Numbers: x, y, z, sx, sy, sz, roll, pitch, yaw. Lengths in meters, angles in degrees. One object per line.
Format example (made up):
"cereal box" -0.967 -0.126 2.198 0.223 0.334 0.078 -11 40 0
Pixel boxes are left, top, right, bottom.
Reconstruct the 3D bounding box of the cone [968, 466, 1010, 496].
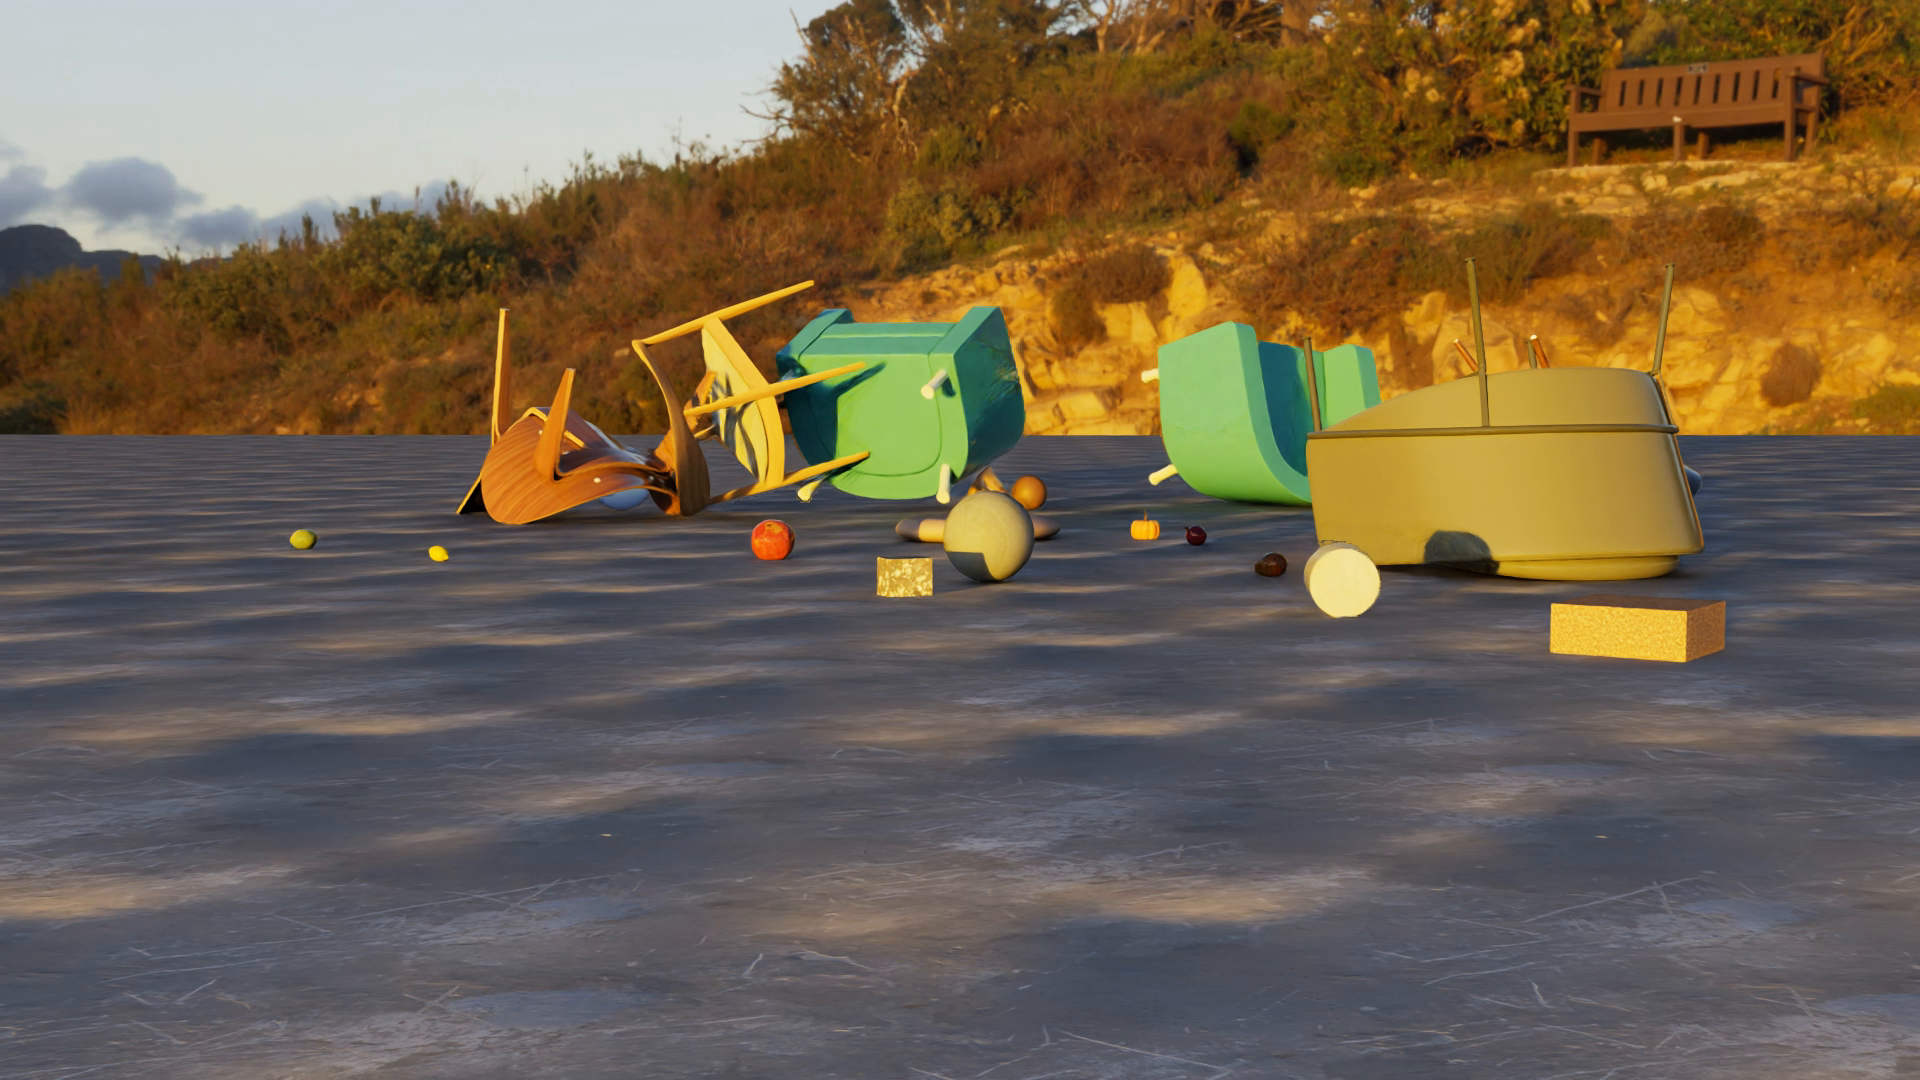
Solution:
"cone" 0.145 -0.151 8.116 0.184 0.186 0.192 30 22 14

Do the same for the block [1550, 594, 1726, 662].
"block" 1.163 0.148 3.770 0.229 0.084 0.220 3 5 35

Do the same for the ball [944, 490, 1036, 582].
"ball" 0.067 -0.008 5.103 0.213 0.213 0.213 0 4 0

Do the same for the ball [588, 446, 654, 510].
"ball" -1.250 -0.228 8.122 0.239 0.239 0.239 0 4 0

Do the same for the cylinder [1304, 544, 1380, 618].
"cylinder" 0.763 0.079 4.403 0.136 0.136 0.166 6 4 5

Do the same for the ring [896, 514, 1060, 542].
"ring" 0.055 -0.037 6.579 0.514 0.071 0.441 -3 5 -31

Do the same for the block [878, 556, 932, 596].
"block" -0.121 0.079 4.804 0.100 0.081 0.076 -2 4 -22
